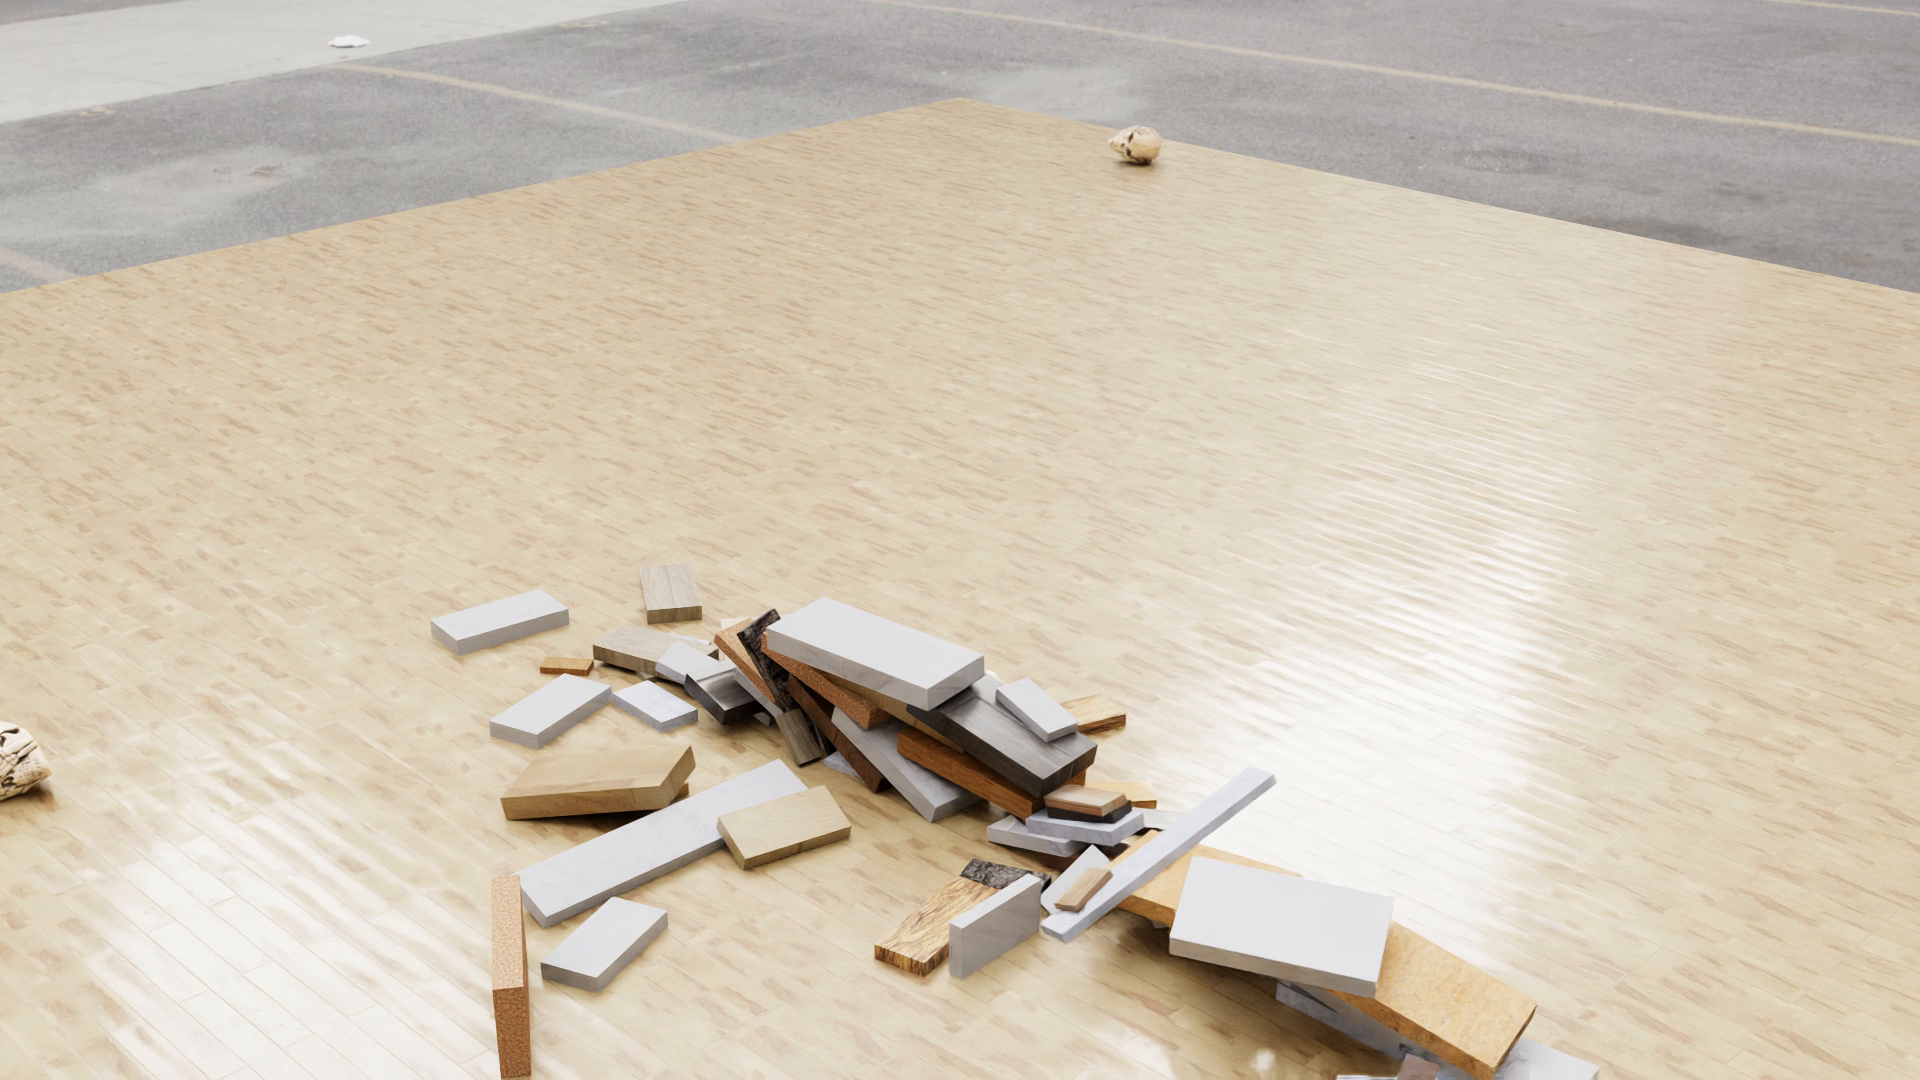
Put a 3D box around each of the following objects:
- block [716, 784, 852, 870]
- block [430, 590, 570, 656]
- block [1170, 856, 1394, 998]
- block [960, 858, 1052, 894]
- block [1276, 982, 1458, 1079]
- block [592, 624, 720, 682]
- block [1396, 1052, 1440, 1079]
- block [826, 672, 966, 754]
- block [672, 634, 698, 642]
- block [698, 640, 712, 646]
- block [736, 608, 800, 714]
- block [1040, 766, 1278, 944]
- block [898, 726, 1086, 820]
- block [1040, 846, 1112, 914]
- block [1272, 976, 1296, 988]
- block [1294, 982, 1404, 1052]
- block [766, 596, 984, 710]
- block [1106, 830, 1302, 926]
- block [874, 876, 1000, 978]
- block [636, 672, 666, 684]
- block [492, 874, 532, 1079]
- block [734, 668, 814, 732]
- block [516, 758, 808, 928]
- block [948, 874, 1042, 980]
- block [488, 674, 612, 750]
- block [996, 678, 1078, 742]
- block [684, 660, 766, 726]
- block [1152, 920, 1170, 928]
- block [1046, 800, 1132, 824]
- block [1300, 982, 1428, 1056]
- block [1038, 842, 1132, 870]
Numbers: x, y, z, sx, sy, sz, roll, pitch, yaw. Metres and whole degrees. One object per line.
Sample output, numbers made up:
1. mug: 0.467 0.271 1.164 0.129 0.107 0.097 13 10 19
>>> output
1. block: -0.346 0.565 4.335 0.237 0.034 0.118 -14 47 -30
2. block: -1.097 0.195 5.248 0.290 0.041 0.145 -17 28 -34
3. block: 0.536 0.643 3.666 0.343 0.049 0.171 10 47 15
4. block: 0.084 0.653 4.193 0.162 0.023 0.081 9 25 20
5. block: 0.777 0.841 3.734 0.499 0.035 0.123 21 31 40
6. block: -0.700 0.261 5.058 0.262 0.037 0.131 13 26 27
7. block: 0.686 0.840 3.343 0.054 0.015 0.107 21 66 13
8. block: -0.082 0.304 4.527 0.349 0.049 0.175 27 36 25
9. block: -0.666 0.238 5.149 0.092 0.013 0.046 7 24 17
10. block: -0.635 0.246 5.164 0.092 0.013 0.046 8 24 18
11. block: -0.386 0.261 4.715 0.029 0.205 0.103 -21 12 47
12. block: 0.366 0.568 4.004 0.517 0.021 0.073 -33 21 -22
13. block: 0.063 0.442 4.438 0.349 0.049 0.175 24 35 34
14. block: 0.219 0.643 4.114 0.147 0.021 0.073 -44 35 -7
15. block: 0.551 0.720 3.937 0.111 0.031 0.222 -18 27 -35
16. block: 0.678 0.755 3.749 0.246 0.035 0.123 31 49 27
17. block: -0.175 0.228 4.489 0.438 0.050 0.176 18 32 36
18. block: 0.421 0.618 3.912 0.163 0.046 0.416 -35 22 -26
19. block: -0.034 0.709 4.050 0.109 0.031 0.277 14 27 30
20. block: -0.679 0.300 5.033 0.112 0.016 0.056 -14 27 -29
21. block: -0.772 0.745 3.780 0.050 0.176 0.353 -4 23 -10
22. block: -0.382 0.337 4.776 0.205 0.029 0.103 41 42 20
23. block: -0.570 0.584 4.290 0.647 0.034 0.118 -21 51 -40
24. block: 0.064 0.698 3.976 0.031 0.109 0.218 19 30 38
25. block: -0.897 0.375 4.830 0.131 0.037 0.262 12 26 26
26. block: 0.153 0.337 4.382 0.081 0.023 0.162 -17 41 -36
27. block: -0.446 0.311 4.849 0.290 0.041 0.145 -17 43 -39
28. block: 0.461 0.662 4.016 0.111 0.031 0.222 -21 -1 -40
29. block: 0.249 0.520 4.240 0.146 0.021 0.073 0 15 34
30. block: 0.685 0.721 3.725 0.327 0.046 0.163 28 48 25
31. block: 0.258 0.608 4.226 0.104 0.029 0.208 -18 15 -36
